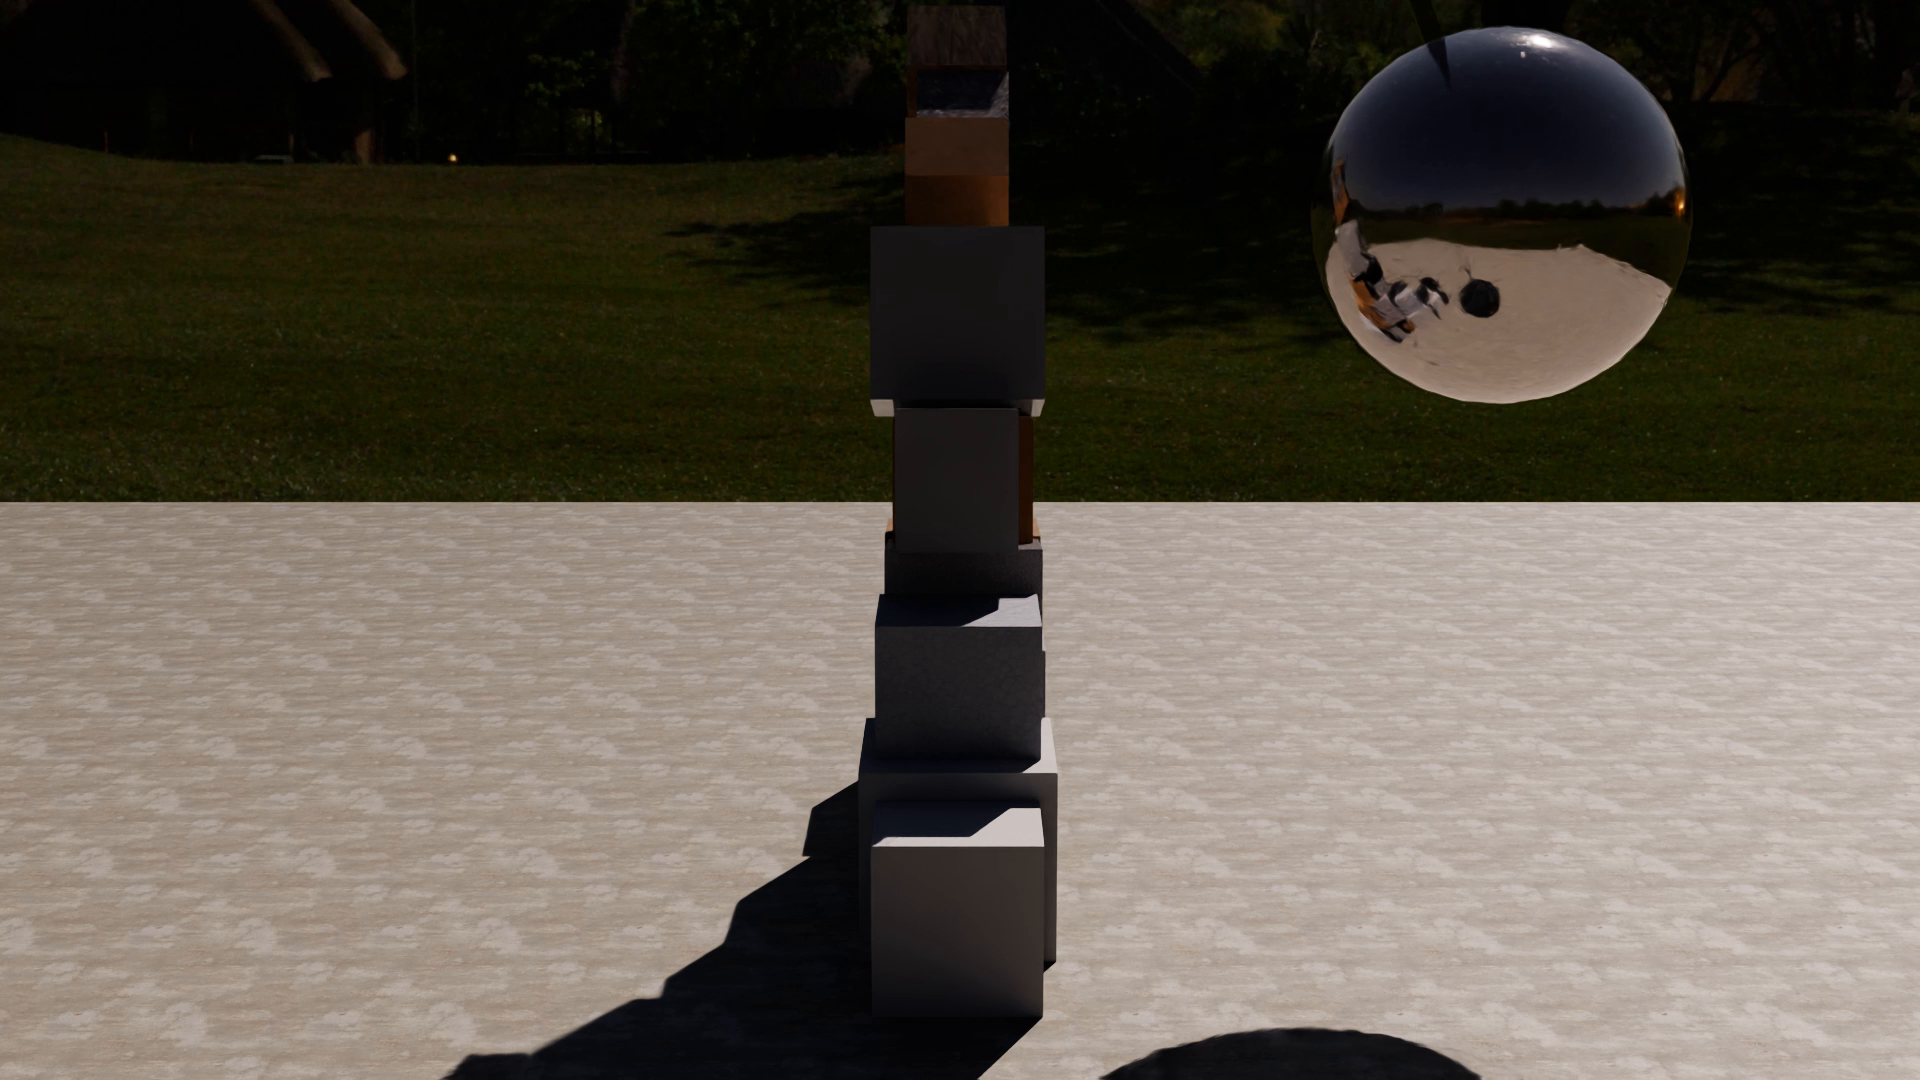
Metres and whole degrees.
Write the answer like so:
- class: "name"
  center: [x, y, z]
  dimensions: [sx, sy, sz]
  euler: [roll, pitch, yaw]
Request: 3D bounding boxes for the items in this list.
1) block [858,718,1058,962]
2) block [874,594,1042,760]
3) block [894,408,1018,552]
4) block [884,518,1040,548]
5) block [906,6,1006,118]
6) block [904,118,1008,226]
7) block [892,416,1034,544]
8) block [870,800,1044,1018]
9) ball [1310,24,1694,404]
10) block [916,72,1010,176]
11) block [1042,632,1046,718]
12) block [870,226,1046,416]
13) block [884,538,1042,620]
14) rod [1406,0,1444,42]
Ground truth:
- class: "block"
  center: [-0.008, 1.226, 10.642]
  dimensions: [0.789, 0.781, 0.883]
  euler: [0, 10, 0]
- class: "block"
  center: [-0.007, 0.557, 10.601]
  dimensions: [0.667, 0.550, 0.652]
  euler: [0, 10, 0]
- class: "block"
  center: [-0.013, -0.262, 10.977]
  dimensions: [0.516, 0.596, 0.563]
  euler: [0, 4, 0]
- class: "block"
  center: [0.011, 0.292, 11.968]
  dimensions: [0.705, 0.708, 0.639]
  euler: [0, 7, 0]
- class: "block"
  center: [-0.017, -2.194, 12.017]
  dimensions: [0.461, 0.422, 0.448]
  euler: [0, 49, 0]
- class: "block"
  center: [-0.014, -1.597, 11.465]
  dimensions: [0.455, 0.419, 0.398]
  euler: [0, 48, 0]
- class: "block"
  center: [0.012, -0.282, 11.542]
  dimensions: [0.618, 0.534, 0.527]
  euler: [0, 7, 0]
- class: "block"
  center: [-0.009, 1.415, 9.909]
  dimensions: [0.646, 0.670, 0.607]
  euler: [0, 10, 0]
- class: "ball"
  center: [2.295, -1.380, 10.929]
  dimensions: [1.600, 1.600, 1.600]
  euler: [0, 10, 0]
- class: "block"
  center: [0.014, -1.876, 11.742]
  dimensions: [0.418, 0.372, 0.386]
  euler: [0, 48, 0]
- class: "block"
  center: [0.015, 0.841, 12.776]
  dimensions: [0.792, 0.773, 0.784]
  euler: [0, 10, 0]
- class: "block"
  center: [-0.011, -0.949, 11.254]
  dimensions: [0.743, 0.743, 0.685]
  euler: [0, -3, 0]
- class: "block"
  center: [0.015, 0.379, 11.291]
  dimensions: [0.674, 0.727, 0.680]
  euler: [0, 4, 0]
- class: "rod"
  center: [0.994, -4.471, 10.367]
  dimensions: [0.080, 5.200, 0.080]
  euler: [-22, 10, 4]
